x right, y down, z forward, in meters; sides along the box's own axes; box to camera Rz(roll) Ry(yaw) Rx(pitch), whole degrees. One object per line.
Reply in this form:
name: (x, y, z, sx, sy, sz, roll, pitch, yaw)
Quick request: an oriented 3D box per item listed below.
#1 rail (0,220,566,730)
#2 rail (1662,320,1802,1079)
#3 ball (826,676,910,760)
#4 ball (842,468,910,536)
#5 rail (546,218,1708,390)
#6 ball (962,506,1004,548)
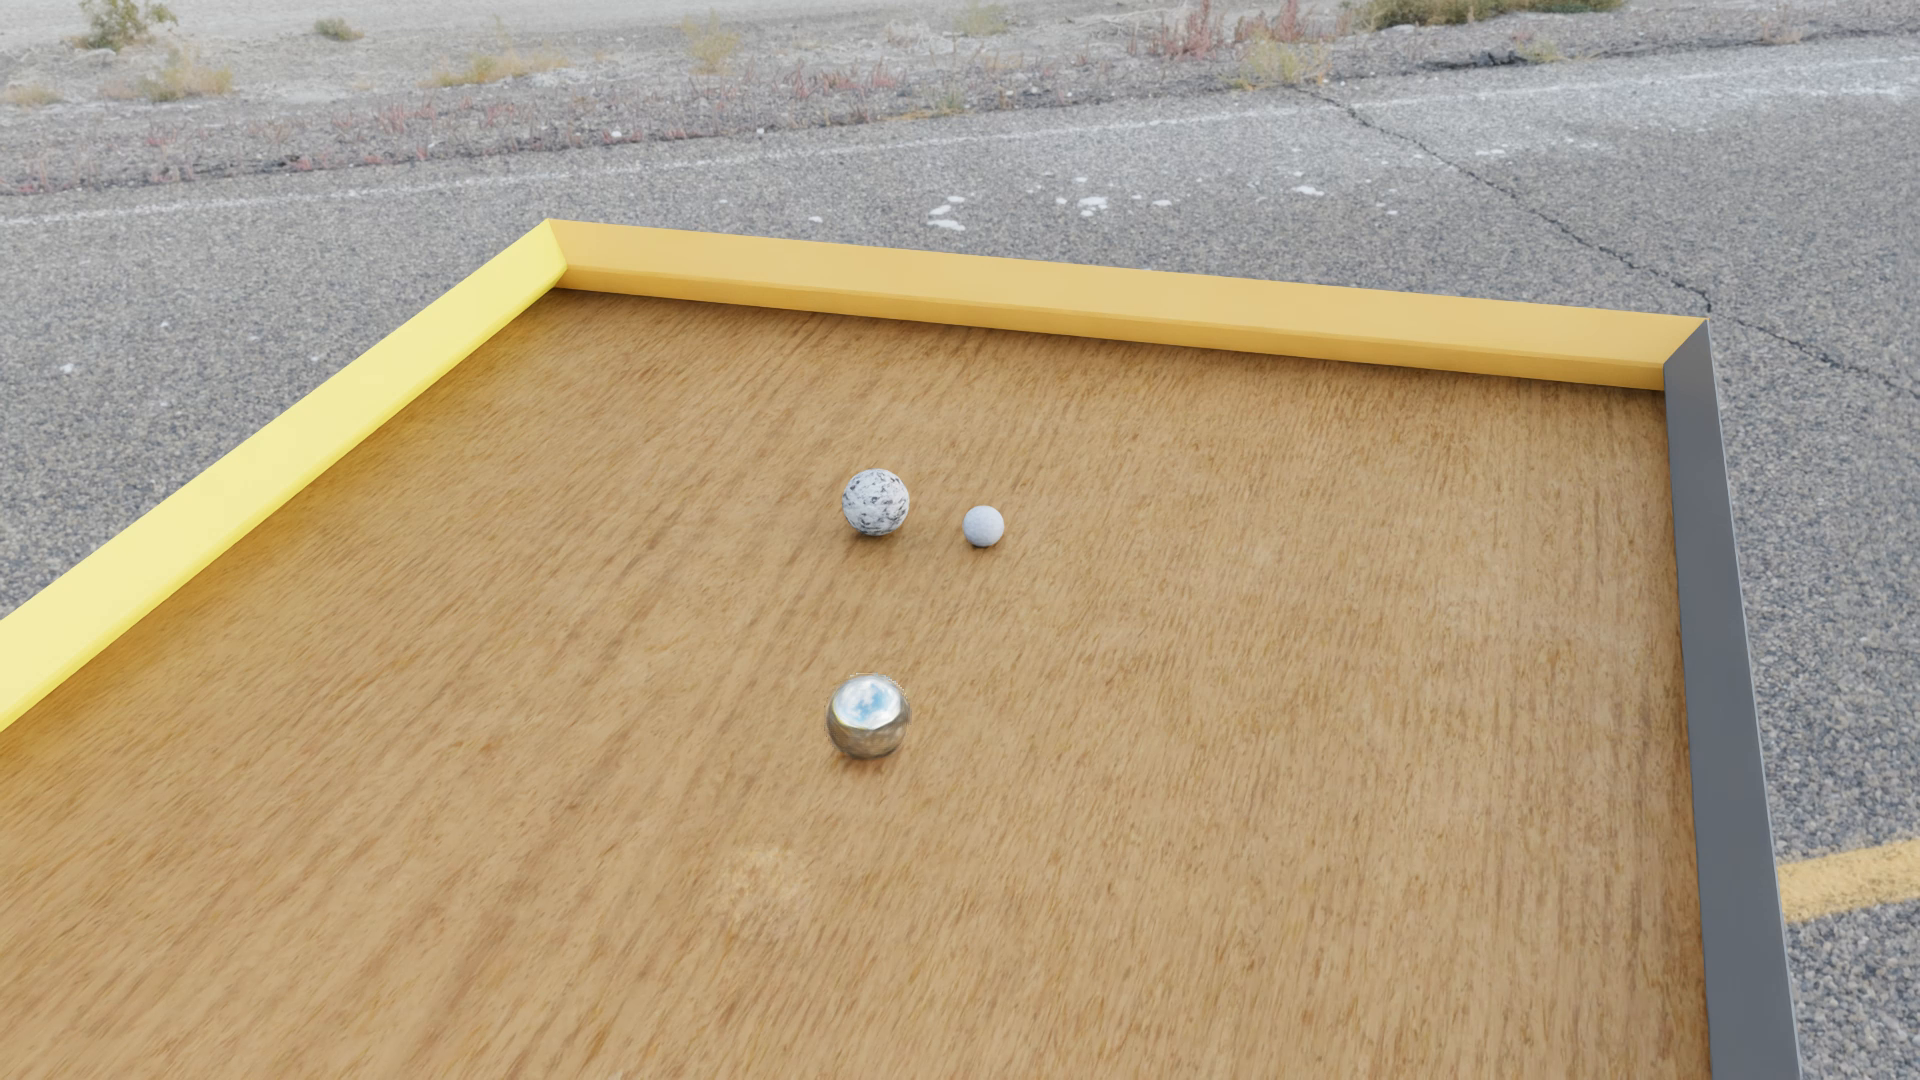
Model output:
rail: (-0.852, 0.185, 1.783, 0.045, 0.094, 2.613, 7, 27, 13)
rail: (0.523, 0.344, 1.463, 0.045, 0.094, 2.613, 7, 27, 13)
ball: (-0.079, 0.151, 1.875, 0.072, 0.072, 0.072, 0, 26, 0)
ball: (-0.087, -0.039, 2.260, 0.069, 0.069, 0.069, 0, 26, 0)
rail: (0.159, -0.289, 2.734, 1.467, 0.094, 0.045, 7, 27, 13)
ball: (0.024, -0.014, 2.241, 0.043, 0.043, 0.043, 0, 26, 0)
